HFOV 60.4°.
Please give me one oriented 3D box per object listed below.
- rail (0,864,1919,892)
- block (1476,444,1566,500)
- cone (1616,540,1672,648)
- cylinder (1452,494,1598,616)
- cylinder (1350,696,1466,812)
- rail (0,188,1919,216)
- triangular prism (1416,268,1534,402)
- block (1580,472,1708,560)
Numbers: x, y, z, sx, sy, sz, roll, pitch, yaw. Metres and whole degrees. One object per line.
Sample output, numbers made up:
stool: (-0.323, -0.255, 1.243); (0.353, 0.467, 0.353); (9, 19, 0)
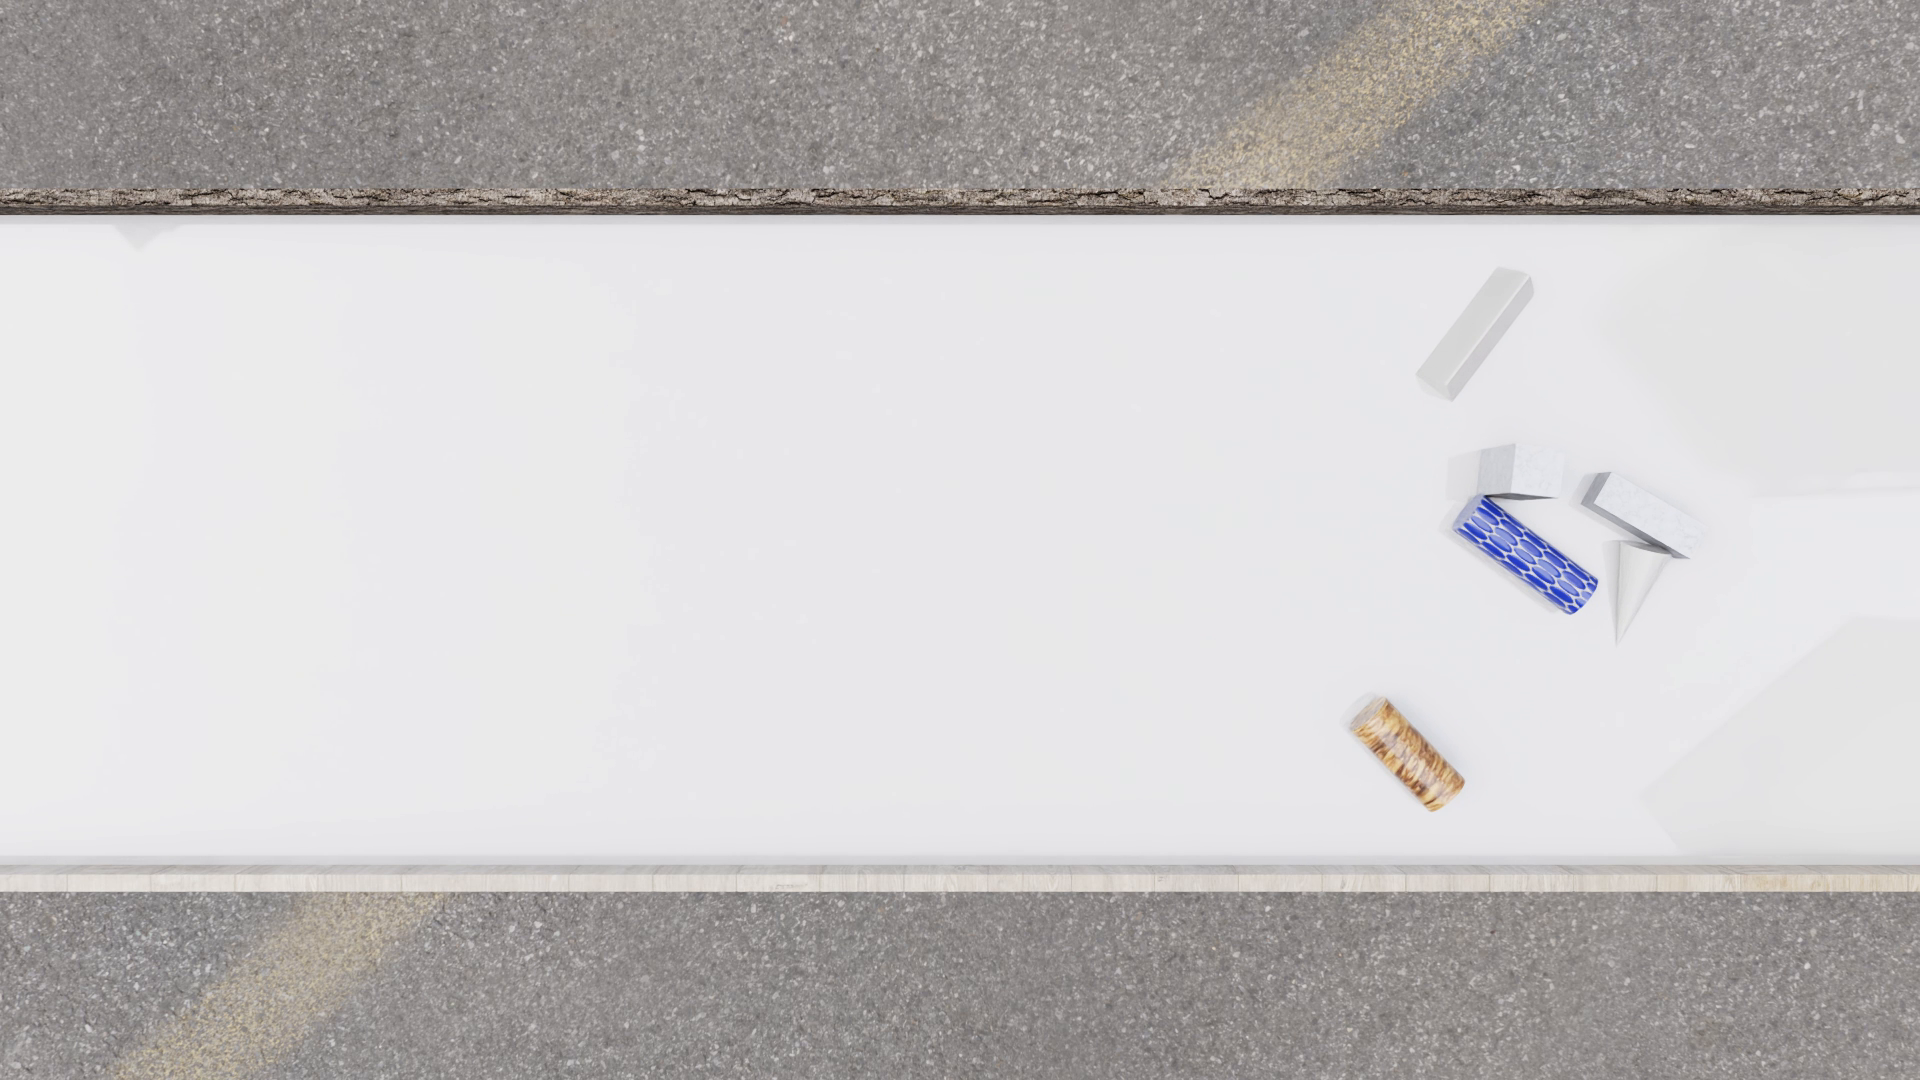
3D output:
rail: (-2.247, 1.025, 5.001); (12.000, 0.150, 0.050); (0, 90, 0)
block: (1.667, -0.200, 4.916); (0.142, 0.322, 0.142); (6, 90, 0)
cone: (2.051, 0.178, 5.040); (0.149, 0.149, 0.328); (11, 103, 0)
cylinder: (1.714, 0.043, 5.006); (0.432, 0.141, 0.141); (36, 90, 0)
cylinder: (1.356, 0.649, 5.003); (0.148, 0.148, 0.344); (-44, 90, 0)
rail: (-2.247, -1.025, 5.002); (12.000, 0.150, 0.050); (0, 90, 0)
triangular prism: (1.584, -0.632, 5.014); (0.137, 0.119, 0.416); (37, 90, 0)
block: (2.083, -0.074, 5.022); (0.339, 0.110, 0.110); (30, 90, 0)
